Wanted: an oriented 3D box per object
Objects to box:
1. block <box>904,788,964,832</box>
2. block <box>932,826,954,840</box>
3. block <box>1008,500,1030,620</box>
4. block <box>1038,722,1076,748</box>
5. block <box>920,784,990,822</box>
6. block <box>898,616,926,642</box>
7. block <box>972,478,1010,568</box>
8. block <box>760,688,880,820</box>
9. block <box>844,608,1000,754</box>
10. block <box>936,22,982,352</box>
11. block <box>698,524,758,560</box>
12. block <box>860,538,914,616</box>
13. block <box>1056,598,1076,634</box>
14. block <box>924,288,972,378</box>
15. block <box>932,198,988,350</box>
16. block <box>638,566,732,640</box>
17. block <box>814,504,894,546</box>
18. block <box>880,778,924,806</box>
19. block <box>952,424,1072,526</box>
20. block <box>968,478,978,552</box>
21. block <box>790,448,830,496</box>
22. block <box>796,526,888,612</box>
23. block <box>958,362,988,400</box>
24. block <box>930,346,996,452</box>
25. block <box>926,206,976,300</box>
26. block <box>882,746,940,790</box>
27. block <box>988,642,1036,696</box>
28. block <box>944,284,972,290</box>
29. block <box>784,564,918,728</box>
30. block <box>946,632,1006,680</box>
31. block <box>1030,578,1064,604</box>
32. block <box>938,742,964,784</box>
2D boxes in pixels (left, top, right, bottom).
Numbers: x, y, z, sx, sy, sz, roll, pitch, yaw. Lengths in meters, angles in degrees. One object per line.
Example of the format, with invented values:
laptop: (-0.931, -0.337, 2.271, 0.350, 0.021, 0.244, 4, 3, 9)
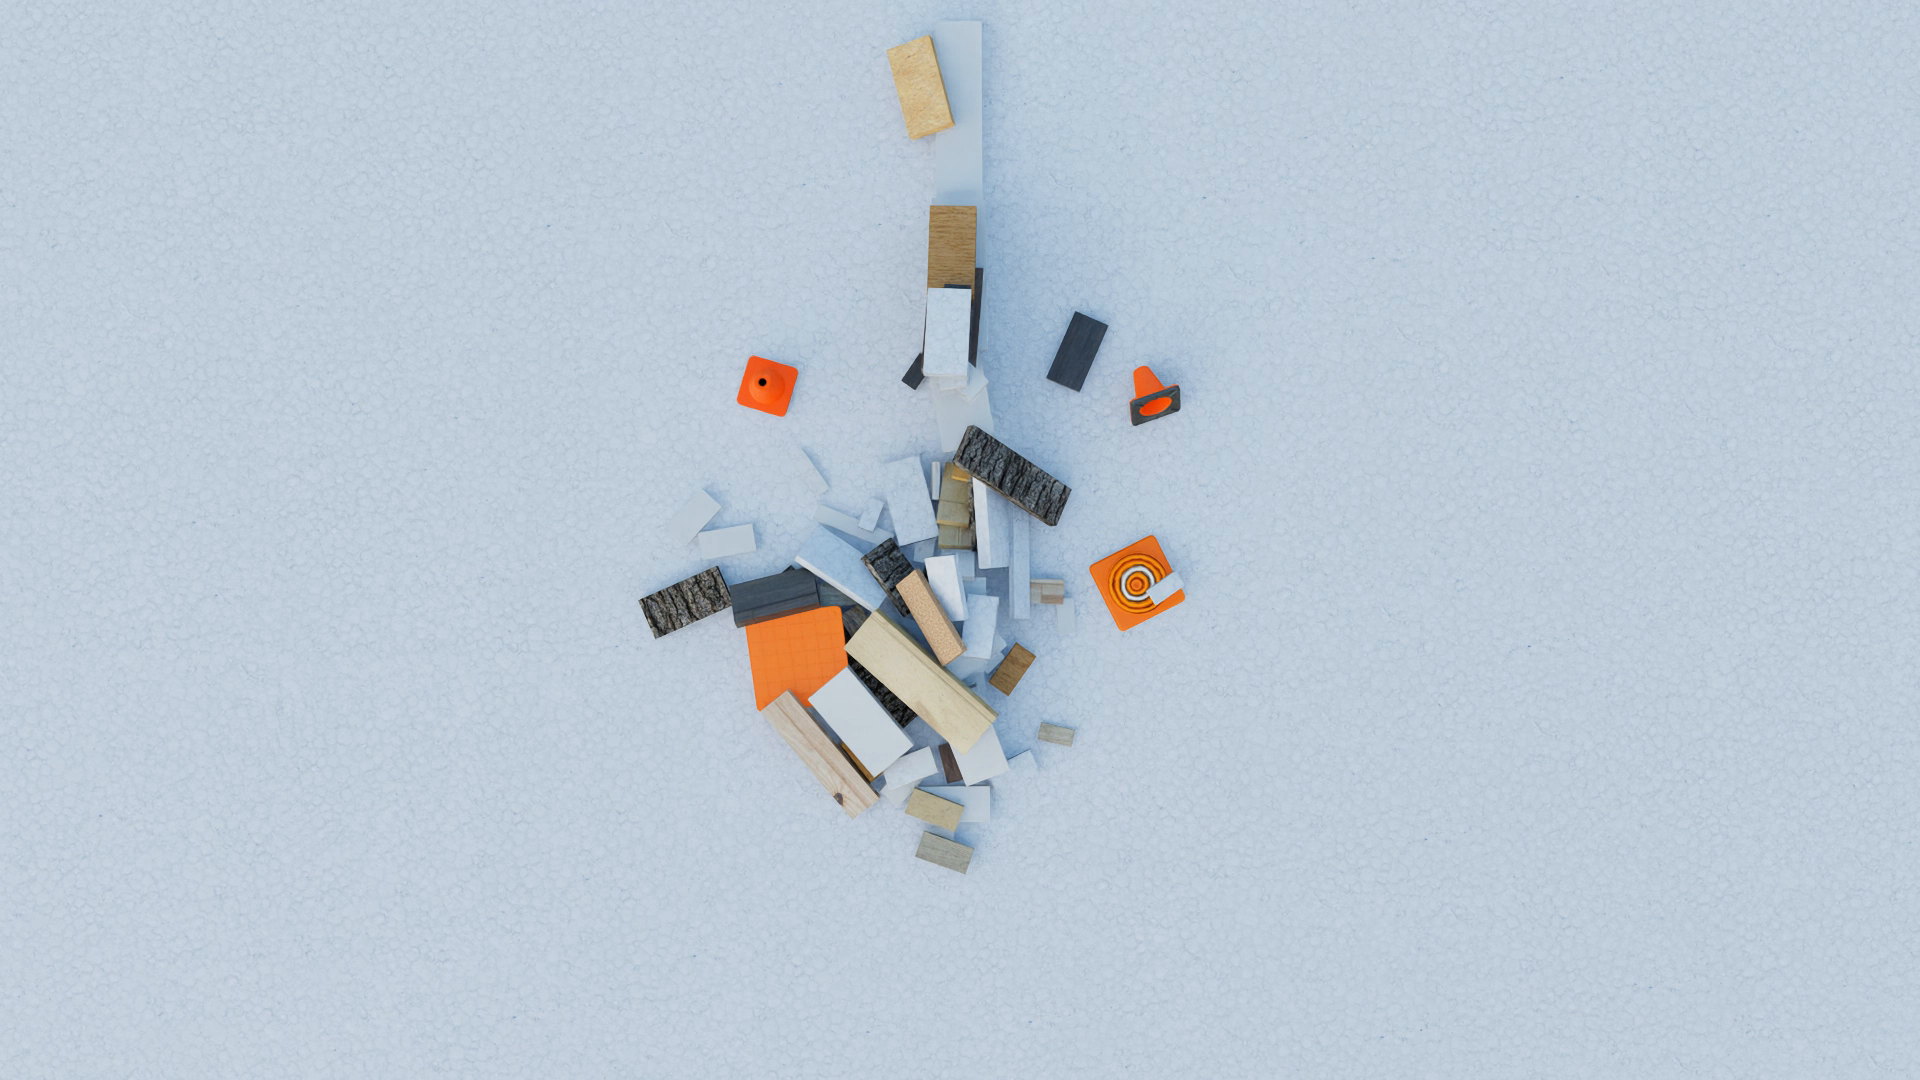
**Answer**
block: (-0.084, 0.891, 5.454, 0.177, 0.025, 0.089, 21, 90, 0)
block: (-0.048, 1.016, 5.491, 0.065, 0.018, 0.130, -9, 90, 0)
block: (0.196, 0.052, 5.445, 0.022, 0.078, 0.416, -5, 83, 42)
block: (0.321, 0.648, 5.492, 0.116, 0.016, 0.058, 13, 90, 0)
block: (-0.018, 0.876, 5.483, 0.234, 0.033, 0.117, -1, 90, 0)
block: (-0.158, 0.295, 5.492, 0.107, 0.015, 0.054, 20, 90, 0)
block: (0.118, -0.079, 5.417, 0.048, 0.169, 0.338, -4, 90, 35)
block: (-0.460, 0.707, 5.451, 0.117, 0.033, 0.473, -39, 96, 10)
block: (-0.126, 0.460, 5.361, 0.527, 0.048, 0.169, 41, 104, 6)
block: (-0.002, -1.171, 5.478, 0.152, 0.043, 1.091, 0, 90, 0)
block: (-0.773, 0.006, 5.487, 0.182, 0.026, 0.091, -10, 90, 0)
block: (-0.207, 0.123, 5.441, 0.121, 0.034, 0.241, -36, 90, -30)
block: (0.352, 0.253, 5.492, 0.058, 0.016, 0.116, -4, 90, 0)
block: (-0.039, -0.658, 5.231, 0.138, 0.039, 0.276, 3, 84, 3)
block: (-0.002, -0.876, 5.432, 0.175, 0.050, 0.495, -1, 90, 0)
block: (-0.908, 0.207, 5.480, 0.283, 0.040, 0.141, -24, 90, 0)
block: (-0.354, -0.045, 5.492, 0.273, 0.015, 0.054, 22, 90, 0)
block: (-0.182, 0.797, 5.476, 0.081, 0.023, 0.163, 42, 94, -11)
block: (0.172, -0.207, 5.368, 0.428, 0.039, 0.138, 32, 72, -27)
block: (0.076, -0.085, 5.439, 0.034, 0.121, 0.241, -4, 90, 30)
block: (-0.500, -0.225, 5.493, 0.049, 0.014, 0.161, -35, 90, 0)
block: (-0.373, 0.096, 5.445, 0.315, 0.040, 0.141, 34, 59, -1)
block: (0.001, -0.534, 5.271, 0.171, 0.024, 0.085, 44, 87, 6)
block: (0.000, -0.474, 5.383, 0.176, 0.050, 0.351, -10, 90, 0)
block: (-0.026, -0.932, 5.342, 0.152, 0.043, 0.304, 1, 79, 2)
block: (-0.163, 0.752, 5.433, 0.177, 0.025, 0.089, -22, 75, 12)
block: (0.174, 0.430, 5.489, 0.081, 0.023, 0.162, 35, 90, 0)
block: (-0.012, -0.732, 5.284, 0.086, 0.024, 0.171, 4, 97, 2)
block: (-0.378, 0.357, 5.487, 0.091, 0.026, 0.654, -42, 90, 0)
block: (0.042, 0.364, 5.376, 0.203, 0.029, 0.101, -37, 90, 0)
block: (0.264, 0.170, 5.479, 0.162, 0.023, 0.081, 3, 85, 5)
block: (-0.026, 0.739, 5.491, 0.065, 0.018, 0.130, -14, 90, 0)
